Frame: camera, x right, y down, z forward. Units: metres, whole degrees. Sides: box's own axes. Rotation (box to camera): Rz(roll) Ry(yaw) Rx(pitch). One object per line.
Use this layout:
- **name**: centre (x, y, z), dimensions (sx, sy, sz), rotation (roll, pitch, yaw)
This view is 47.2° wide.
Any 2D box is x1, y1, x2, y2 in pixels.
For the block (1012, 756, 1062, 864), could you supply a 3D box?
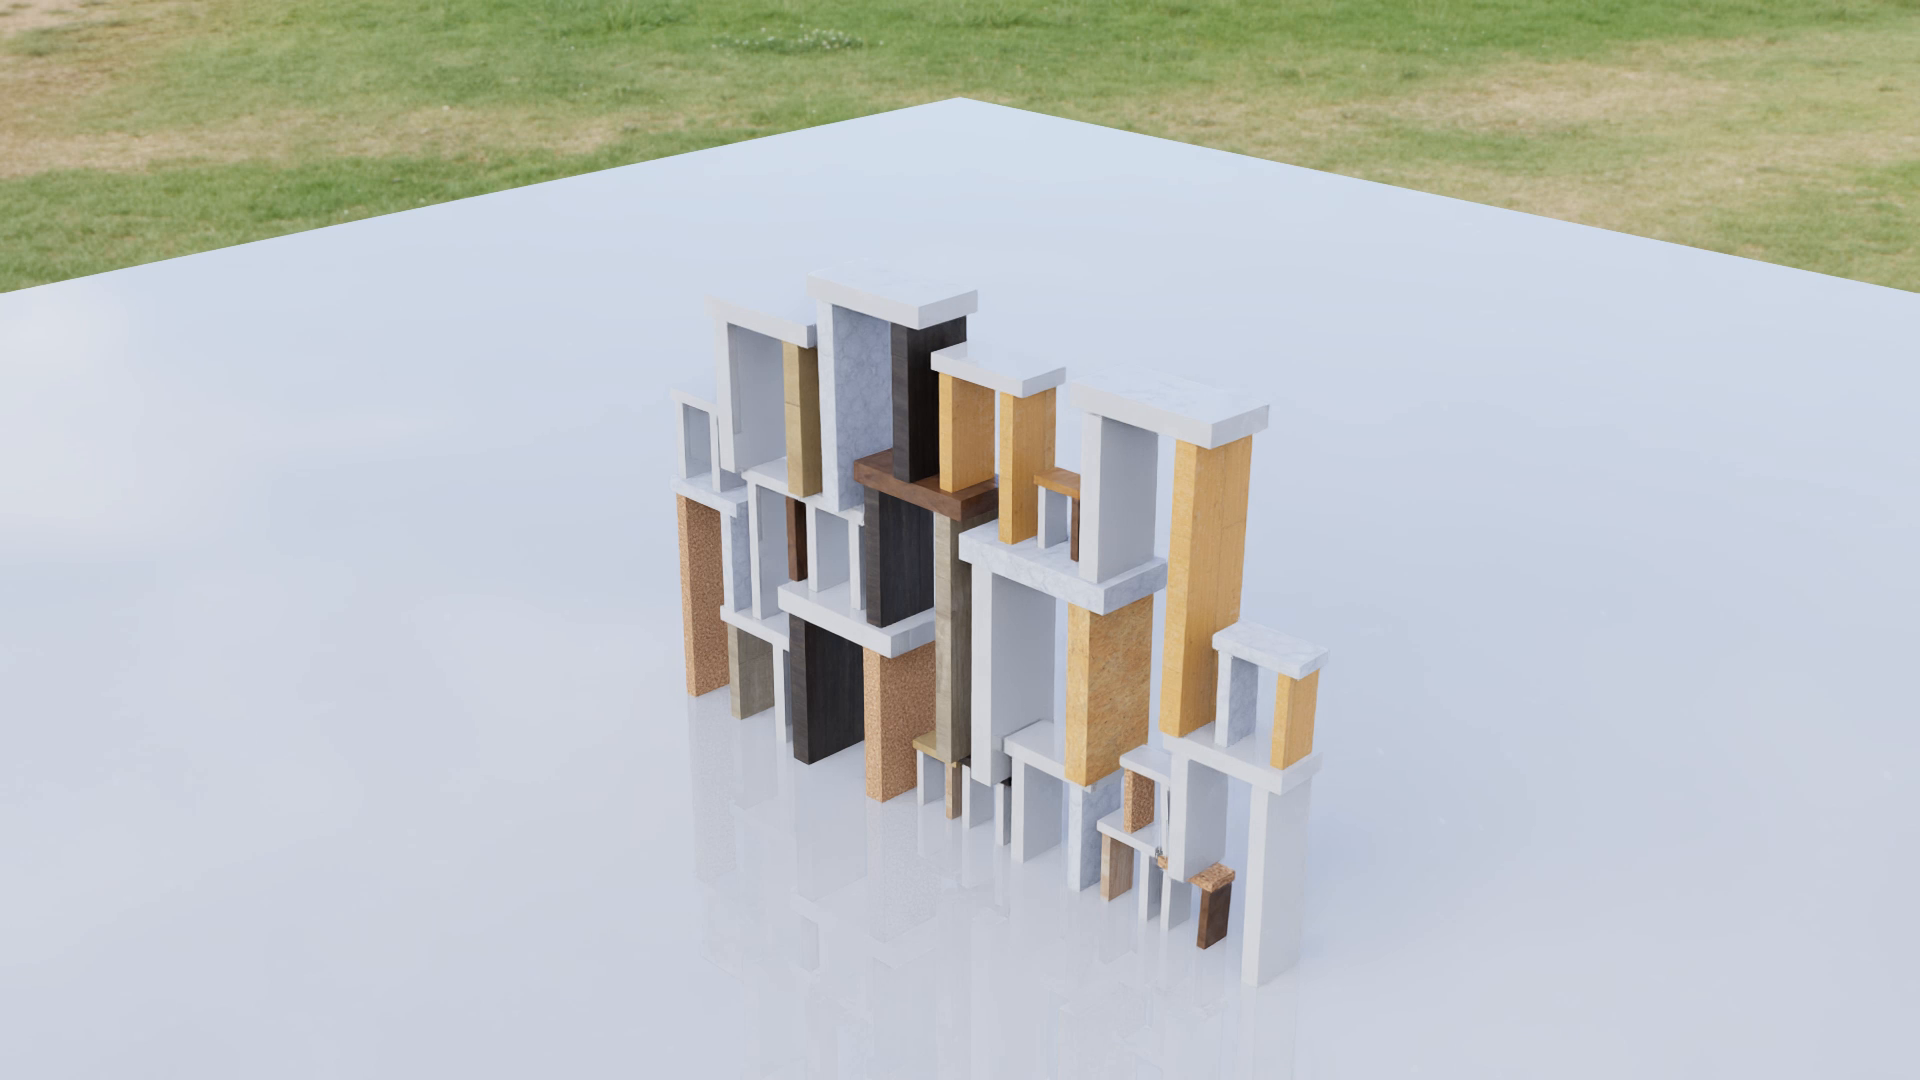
- **block**: centre (0.151, 0.507, 4.281), dimensions (0.032, 0.223, 0.112), rotation (21, 31, 41)

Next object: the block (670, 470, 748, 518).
- **block**: centre (-0.510, -0.107, 4.731), dimensions (0.226, 0.032, 0.113), rotation (21, 31, 41)

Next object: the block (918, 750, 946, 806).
- **block**: centre (-0.059, 0.474, 4.486), dimensions (0.017, 0.123, 0.062), rotation (21, 31, 41)

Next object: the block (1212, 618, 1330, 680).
- **block**: centre (0.526, 0.184, 3.725), dimensions (0.177, 0.025, 0.089), rotation (20, 30, 38)

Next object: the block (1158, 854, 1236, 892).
- **block**: centre (0.430, 0.596, 3.998), dimensions (0.065, 0.018, 0.130), rotation (-20, 30, -39)

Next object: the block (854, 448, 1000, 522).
- **block**: centre (-0.050, -0.114, 4.229), dimensions (0.148, 0.042, 0.295), rotation (-21, 31, -40)

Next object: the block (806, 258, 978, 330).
- **block**: centre (-0.131, -0.468, 4.159), dimensions (0.155, 0.044, 0.310), rotation (-22, 31, -40)

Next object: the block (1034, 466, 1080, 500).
- **block**: centre (0.198, -0.102, 3.968), dimensions (0.061, 0.017, 0.121), rotation (-21, 31, -40)

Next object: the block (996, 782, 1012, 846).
- **block**: centre (0.102, 0.527, 4.338), dimensions (0.020, 0.140, 0.070), rotation (21, 31, 41)

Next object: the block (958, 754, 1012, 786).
- **block**: centre (0.069, 0.441, 4.337), dimensions (0.140, 0.020, 0.070), rotation (21, 31, 41)

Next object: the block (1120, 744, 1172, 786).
- **block**: centre (0.362, 0.413, 4.009), dimensions (0.066, 0.019, 0.131), rotation (-21, 29, -40)

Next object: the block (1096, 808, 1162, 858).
- **block**: centre (0.331, 0.543, 4.091), dimensions (0.142, 0.020, 0.071), rotation (21, 31, 41)

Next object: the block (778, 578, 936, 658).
- **block**: centre (-0.196, 0.142, 4.496), dimensions (0.339, 0.048, 0.170), rotation (21, 31, 41)

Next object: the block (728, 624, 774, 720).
- **block**: centre (-0.453, 0.271, 4.831), dimensions (0.113, 0.227, 0.032), rotation (-21, 31, -41)

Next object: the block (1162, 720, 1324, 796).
- **block**: centre (0.491, 0.365, 3.832), dimensions (0.250, 0.035, 0.125), rotation (20, 29, 38)

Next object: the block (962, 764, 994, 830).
- **block**: centre (0.036, 0.501, 4.399), dimensions (0.020, 0.140, 0.070), rotation (21, 31, 40)

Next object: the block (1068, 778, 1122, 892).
- **block**: centre (0.256, 0.548, 4.184), dimensions (0.112, 0.223, 0.032), rotation (-21, 31, -41)

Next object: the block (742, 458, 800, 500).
- **block**: centre (-0.359, -0.129, 4.563), dimensions (0.093, 0.026, 0.185), rotation (-21, 30, -40)

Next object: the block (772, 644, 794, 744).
- **block**: centre (-0.346, 0.313, 4.732), dimensions (0.032, 0.227, 0.113), rotation (21, 31, 41)

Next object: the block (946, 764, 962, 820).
- **block**: centre (-0.001, 0.497, 4.432), dimensions (0.017, 0.123, 0.062), rotation (21, 31, 41)

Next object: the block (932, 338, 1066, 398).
- **block**: centre (0.069, -0.315, 4.016), dimensions (0.230, 0.033, 0.115), rotation (21, 31, 40)

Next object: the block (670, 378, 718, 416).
- **block**: centre (-0.528, -0.304, 4.674), dimensions (0.087, 0.025, 0.175), rotation (-21, 31, -41)

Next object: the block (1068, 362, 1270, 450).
- **block**: centre (0.354, -0.231, 3.747), dimensions (0.310, 0.044, 0.155), rotation (21, 29, 40)

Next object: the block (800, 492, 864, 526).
- **block**: centre (-0.224, -0.079, 4.434), dimensions (0.190, 0.027, 0.095), rotation (21, 31, 40)

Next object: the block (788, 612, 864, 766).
- **block**: centre (-0.276, 0.289, 4.645), dimensions (0.048, 0.339, 0.170), rotation (21, 31, 41)

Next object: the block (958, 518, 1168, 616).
- **block**: centre (0.188, 0.036, 4.041), dimensions (0.358, 0.051, 0.179), rotation (21, 31, 40)

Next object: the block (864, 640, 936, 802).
- **block**: centre (-0.116, 0.352, 4.498), dimensions (0.048, 0.339, 0.170), rotation (21, 31, 41)

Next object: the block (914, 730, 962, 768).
- **block**: centre (-0.030, 0.420, 4.432), dimensions (0.123, 0.017, 0.062), rotation (21, 31, 41)

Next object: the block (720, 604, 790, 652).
- **block**: centre (-0.399, 0.173, 4.731), dimensions (0.113, 0.032, 0.227), rotation (-21, 31, -41)

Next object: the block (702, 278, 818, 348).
- **block**: centre (-0.352, -0.459, 4.417), dimensions (0.160, 0.045, 0.320), rotation (-21, 31, -40)

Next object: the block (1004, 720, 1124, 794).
- **block**: centre (0.203, 0.410, 4.183), dimensions (0.223, 0.032, 0.112), rotation (21, 31, 41)
